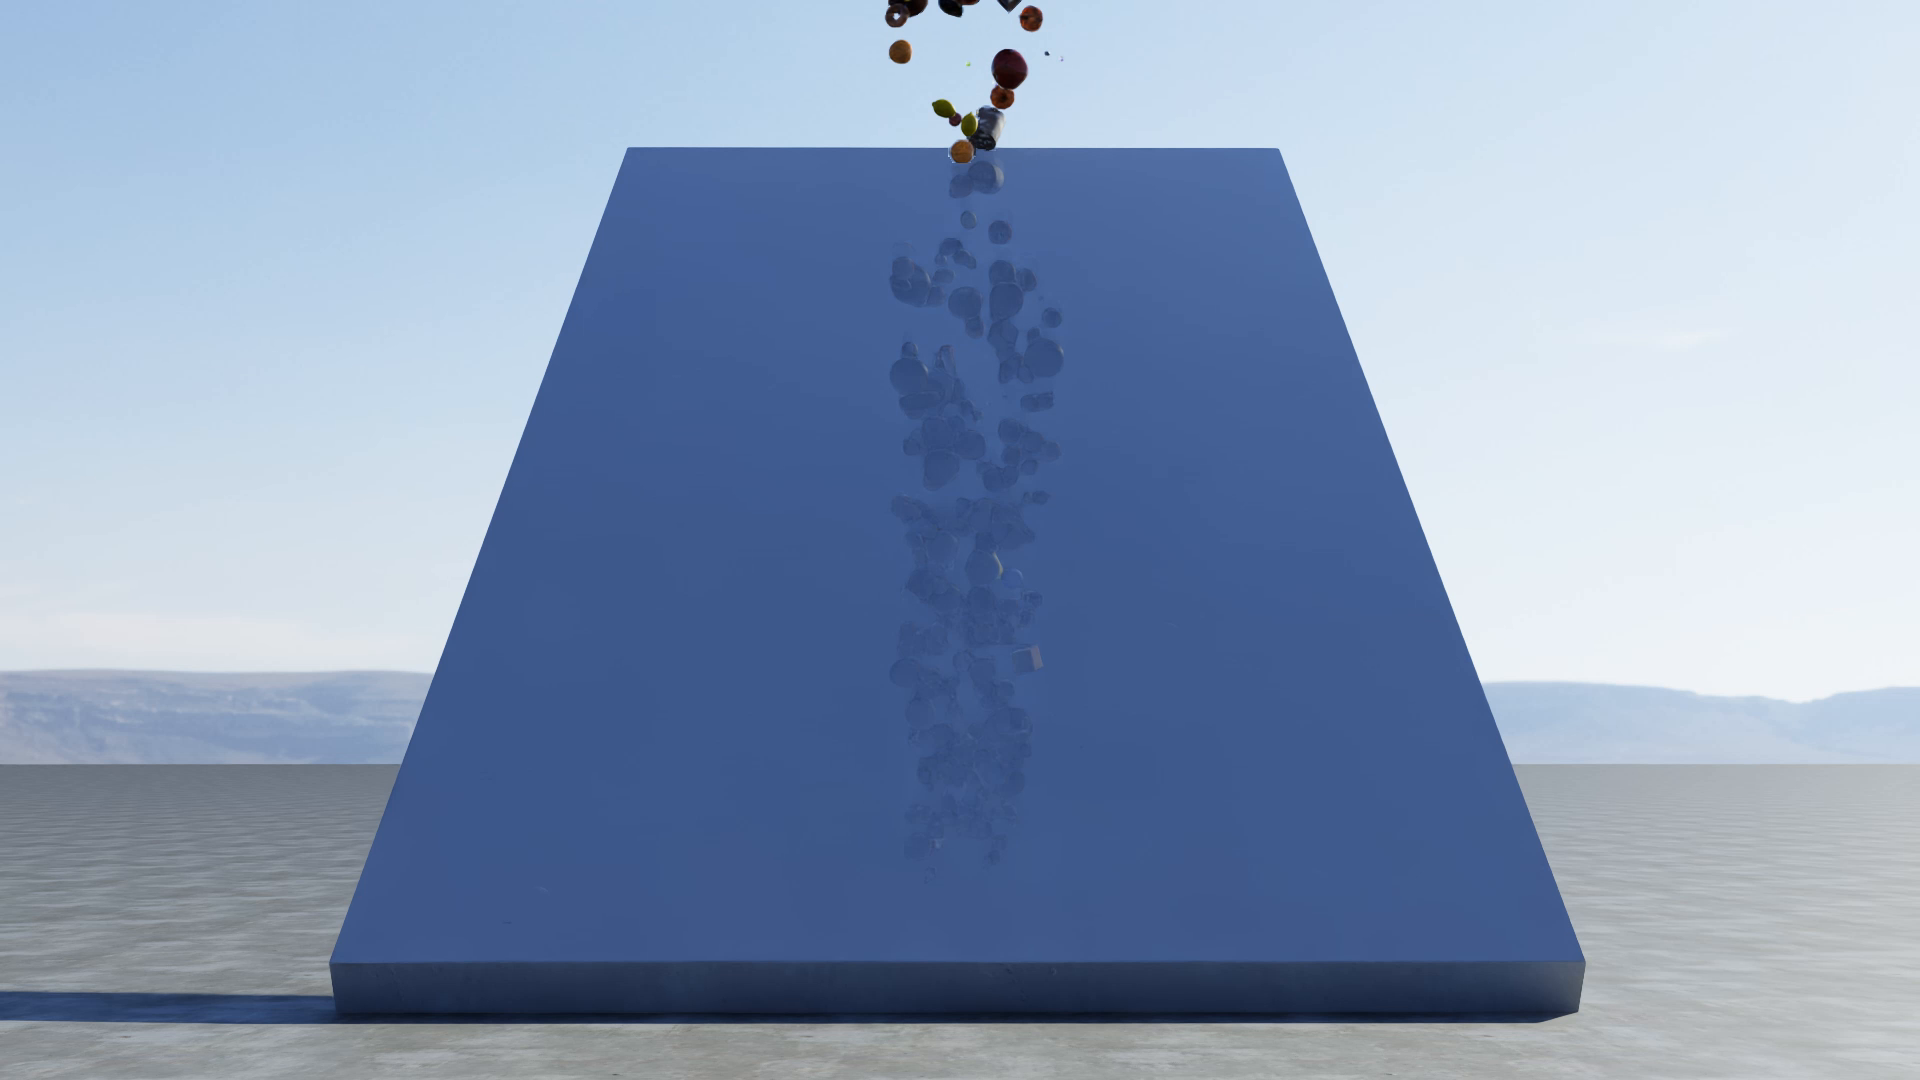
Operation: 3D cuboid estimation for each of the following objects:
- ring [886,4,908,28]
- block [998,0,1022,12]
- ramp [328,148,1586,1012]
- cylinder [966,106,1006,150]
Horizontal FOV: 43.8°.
[{"bbox_3d":[-0.189,-1.573,7.157,0.077,0.077,0.026,-3,-14,27],"label":"ring"},{"bbox_3d":[0.139,-1.588,6.954,0.065,0.065,0.065,-45,-11,10],"label":"block"},{"bbox_3d":[-0.011,-0.223,5.584,2.000,0.100,4.000,0,28,0],"label":"ramp"},{"bbox_3d":[0.080,-1.257,7.284,0.095,0.095,0.095,17,-27,9],"label":"cylinder"}]
